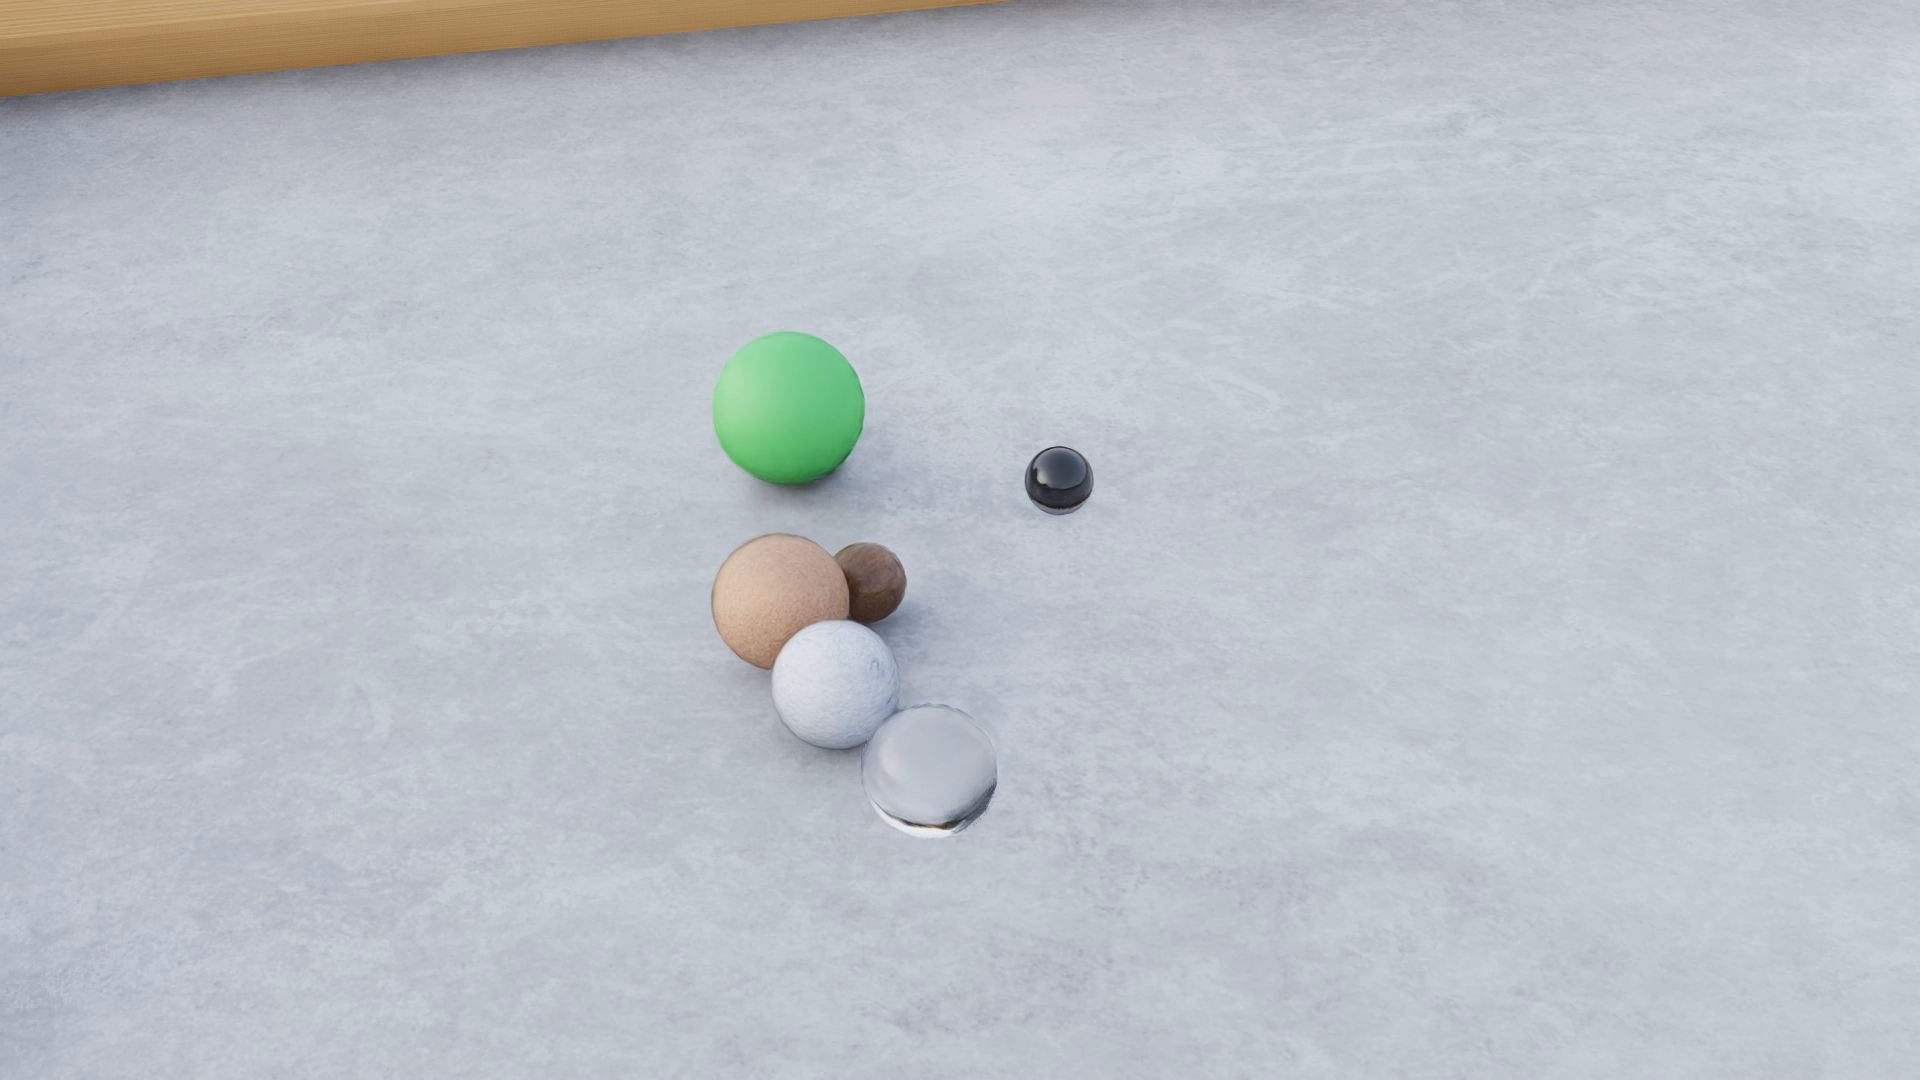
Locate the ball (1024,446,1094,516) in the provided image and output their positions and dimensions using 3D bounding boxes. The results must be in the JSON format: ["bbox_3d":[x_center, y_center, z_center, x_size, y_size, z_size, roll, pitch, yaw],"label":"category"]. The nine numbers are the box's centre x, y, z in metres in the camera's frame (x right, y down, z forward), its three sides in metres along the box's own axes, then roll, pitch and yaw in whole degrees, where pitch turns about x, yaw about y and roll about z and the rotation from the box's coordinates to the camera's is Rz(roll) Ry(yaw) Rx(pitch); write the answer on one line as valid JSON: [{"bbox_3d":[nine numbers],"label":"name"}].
[{"bbox_3d":[0.064,-0.038,1.648,0.045,0.045,0.045,0,36,0],"label":"ball"}]

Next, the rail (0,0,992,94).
[{"bbox_3d":[0.548,-0.590,2.335,2.990,0.129,0.045,-8,37,-10],"label":"rail"}]

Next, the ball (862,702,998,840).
[{"bbox_3d":[-0.016,0.126,1.398,0.074,0.074,0.074,0,36,0],"label":"ball"}]

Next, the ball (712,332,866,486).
[{"bbox_3d":[-0.111,-0.085,1.667,0.099,0.099,0.099,0,36,0],"label":"ball"}]

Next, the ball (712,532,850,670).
[{"bbox_3d":[-0.106,0.036,1.514,0.082,0.082,0.082,0,36,0],"label":"ball"}]

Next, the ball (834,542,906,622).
[{"bbox_3d":[-0.057,0.026,1.557,0.049,0.049,0.049,0,36,0],"label":"ball"}]

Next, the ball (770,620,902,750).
[{"bbox_3d":[-0.070,0.082,1.458,0.074,0.074,0.074,0,36,0],"label":"ball"}]
